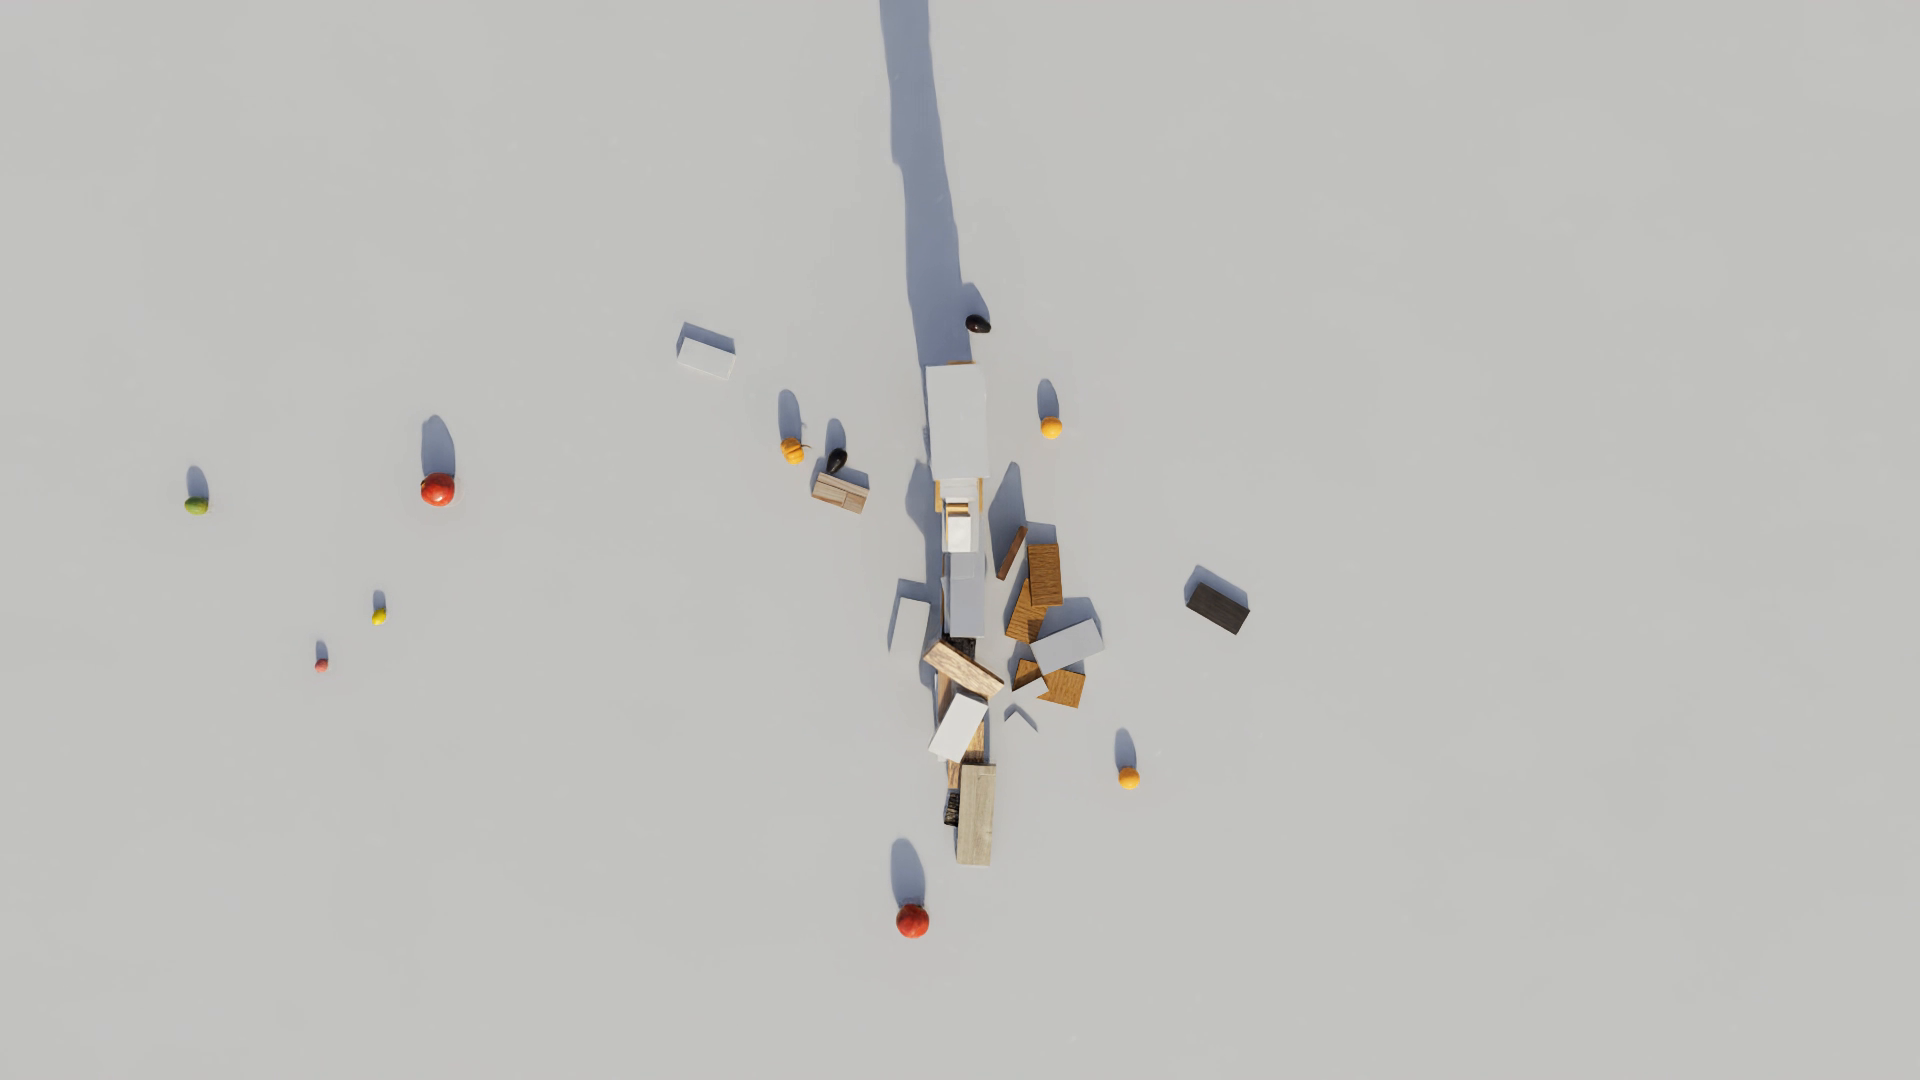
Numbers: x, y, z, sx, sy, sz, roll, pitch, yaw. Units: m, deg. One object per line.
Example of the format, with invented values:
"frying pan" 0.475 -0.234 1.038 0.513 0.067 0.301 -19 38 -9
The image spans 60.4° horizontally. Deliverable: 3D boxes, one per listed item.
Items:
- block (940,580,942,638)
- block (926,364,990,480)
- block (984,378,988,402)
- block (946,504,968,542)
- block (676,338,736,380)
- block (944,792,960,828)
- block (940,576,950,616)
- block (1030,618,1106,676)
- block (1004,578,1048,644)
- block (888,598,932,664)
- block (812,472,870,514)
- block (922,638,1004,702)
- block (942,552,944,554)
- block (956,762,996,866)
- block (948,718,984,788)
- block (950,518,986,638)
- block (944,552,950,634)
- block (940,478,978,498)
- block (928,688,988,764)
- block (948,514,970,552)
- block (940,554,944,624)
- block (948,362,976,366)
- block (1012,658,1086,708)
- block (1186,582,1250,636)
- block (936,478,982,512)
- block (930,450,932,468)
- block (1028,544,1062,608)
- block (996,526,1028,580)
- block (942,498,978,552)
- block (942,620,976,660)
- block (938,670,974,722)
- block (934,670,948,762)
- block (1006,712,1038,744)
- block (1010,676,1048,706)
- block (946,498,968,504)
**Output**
"block" -0.008 0.240 5.449 0.114 0.032 0.229 0 108 0
"block" -0.006 -0.311 4.354 0.149 0.042 0.298 -3 90 0
"block" -0.003 -0.410 4.658 0.149 0.567 0.042 1 90 0
"block" -0.007 -0.051 4.865 0.065 0.018 0.131 0 129 0
"block" -0.844 -0.604 5.488 0.175 0.025 0.087 20 90 0
"block" -0.017 0.899 5.493 0.053 0.015 0.105 12 90 0
"block" 0.005 0.203 5.286 0.095 0.027 0.190 -13 82 -2
"block" 0.356 0.354 5.464 0.225 0.032 0.113 -22 86 -8
"block" 0.232 0.239 5.486 0.102 0.029 0.204 20 90 0
"block" -0.166 0.300 5.486 0.102 0.029 0.204 12 90 0
"block" -0.398 -0.155 5.488 0.175 0.025 0.087 20 90 0
"block" 0.012 0.419 5.311 0.266 0.025 0.087 35 118 -17
"block" 0.001 0.111 5.442 0.114 0.032 0.229 0 109 0
"block" 0.054 0.906 5.451 0.113 0.032 0.345 3 101 0
"block" 0.019 0.705 5.444 0.117 0.033 0.234 0 105 0
"block" 0.024 0.120 5.268 0.108 0.031 0.379 0 82 0
"block" 0.006 0.146 5.323 0.113 0.032 0.310 0 82 -1
"block" -0.005 -0.226 4.687 0.105 0.030 0.211 -1 90 0
"block" -0.007 0.607 5.374 0.113 0.032 0.226 24 107 -8
"block" -0.002 -0.021 4.865 0.065 0.018 0.131 0 129 0
"block" -0.002 0.163 5.387 0.114 0.032 0.229 2 99 0
"block" 0.005 -0.483 5.304 0.091 0.026 0.183 0 90 0
"block" 0.295 0.477 5.484 0.225 0.032 0.113 14 90 0
"block" 0.858 0.228 5.487 0.190 0.027 0.095 30 90 0
"block" -0.004 -0.237 5.182 0.149 0.042 0.297 0 90 0
"block" -0.005 -0.215 4.524 0.149 0.298 0.042 1 90 0
"block" 0.281 0.117 5.462 0.102 0.029 0.204 -3 79 -5
"block" 0.172 0.044 5.453 0.027 0.095 0.190 25 90 0
"block" 0.001 -0.074 4.928 0.108 0.031 0.217 0 90 0
"block" 0.000 0.276 5.338 0.113 0.032 0.226 5 81 0
"block" -0.012 0.478 5.380 0.117 0.033 0.234 0 102 0
"block" -0.019 0.580 5.444 0.117 0.033 0.307 -2 105 0
"block" 0.205 0.624 5.493 0.053 0.015 0.105 -45 90 0
"block" 0.231 0.502 5.461 0.115 0.015 0.053 -28 90 0
"block" -0.008 -0.112 4.848 0.065 0.131 0.018 0 73 0
